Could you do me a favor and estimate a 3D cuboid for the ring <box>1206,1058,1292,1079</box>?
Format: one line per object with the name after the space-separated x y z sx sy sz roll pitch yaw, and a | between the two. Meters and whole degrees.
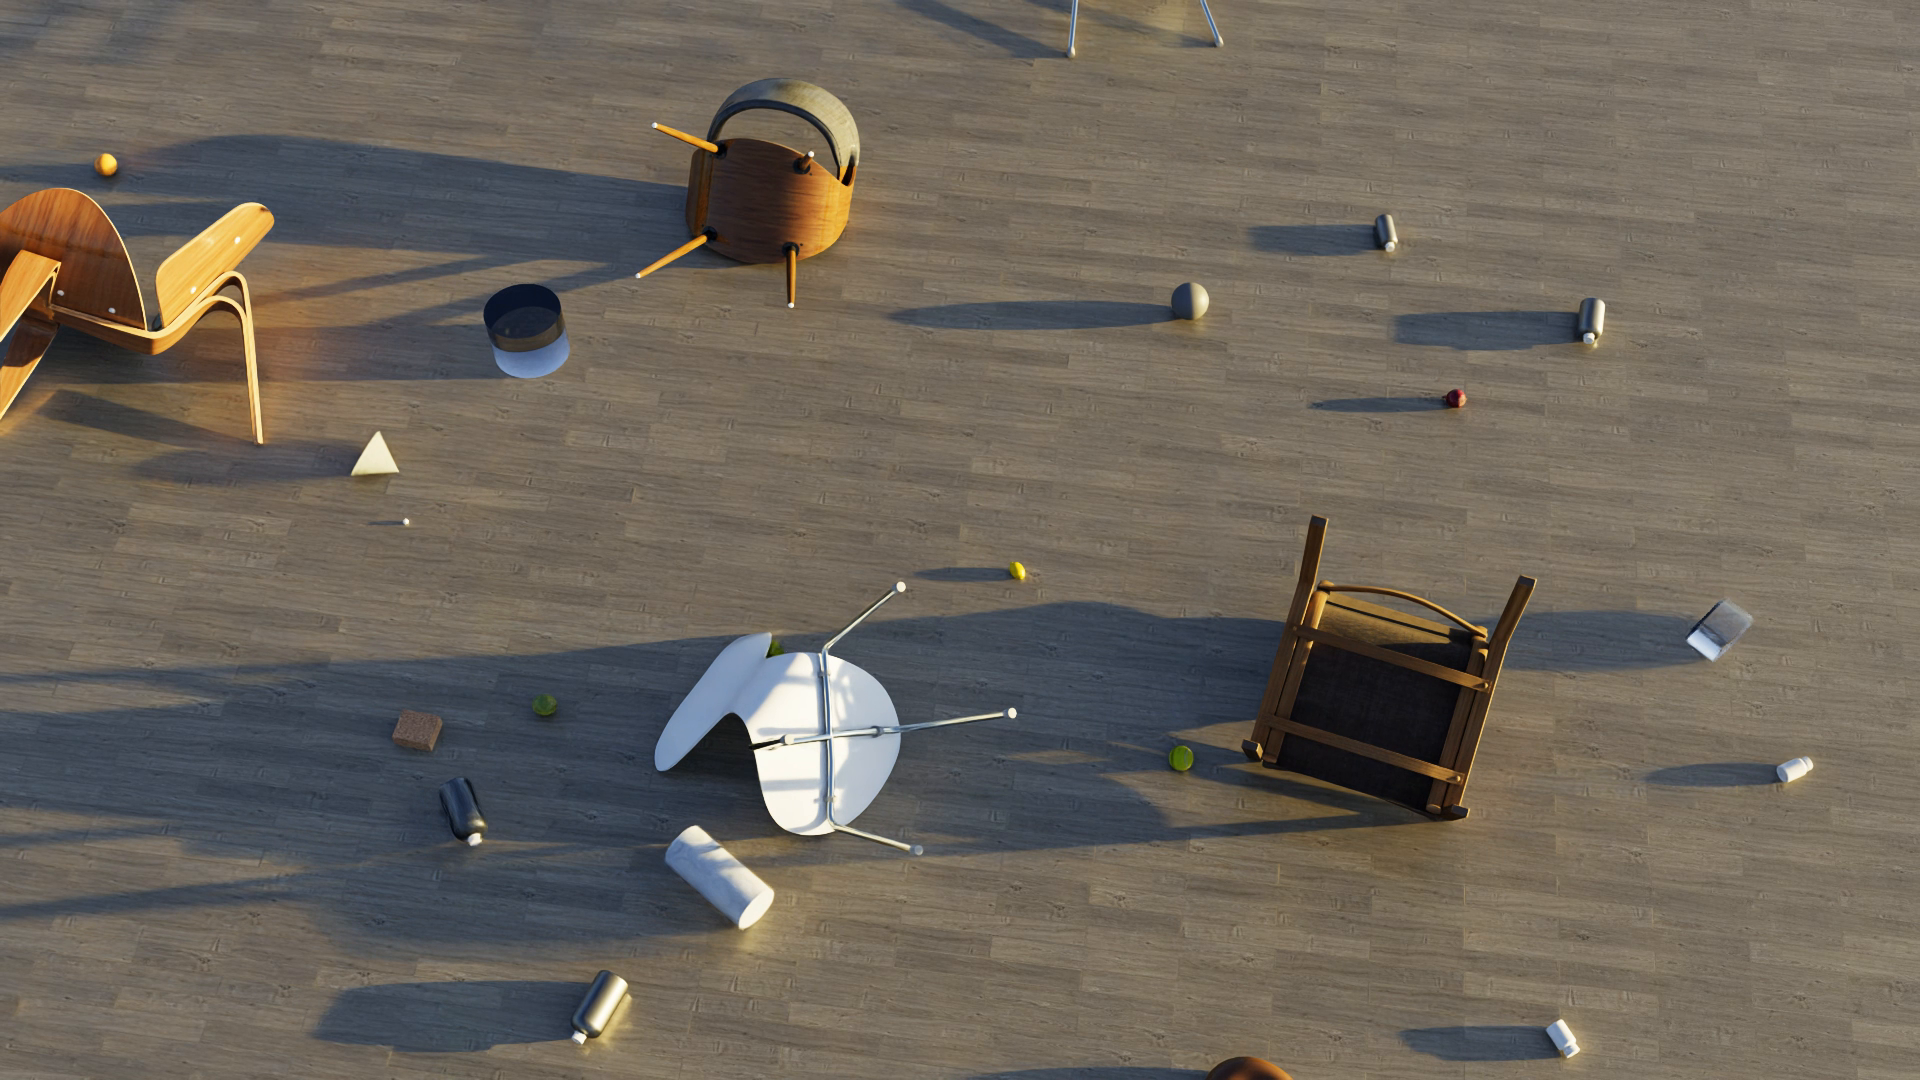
0.748 1.452 5.545 0.269 0.093 0.320 -30 62 -18 | ring

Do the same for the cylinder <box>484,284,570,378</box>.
-1.357 -0.655 6.895 0.240 0.196 0.221 -8 56 -5 | cylinder

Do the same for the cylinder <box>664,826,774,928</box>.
-0.646 0.903 5.890 0.282 0.128 0.132 37 32 22 | cylinder

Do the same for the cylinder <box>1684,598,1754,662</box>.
2.190 0.259 6.342 0.193 0.097 0.099 -38 64 -22 | cylinder

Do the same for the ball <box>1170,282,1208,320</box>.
0.733 -0.761 7.012 0.120 0.120 0.120 0 56 0 | ball

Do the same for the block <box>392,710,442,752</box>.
-1.527 0.535 6.189 0.109 0.043 0.092 10 57 7 | block

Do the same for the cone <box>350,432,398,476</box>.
-1.763 -0.236 6.705 0.115 0.098 0.171 29 58 -8 | cone
